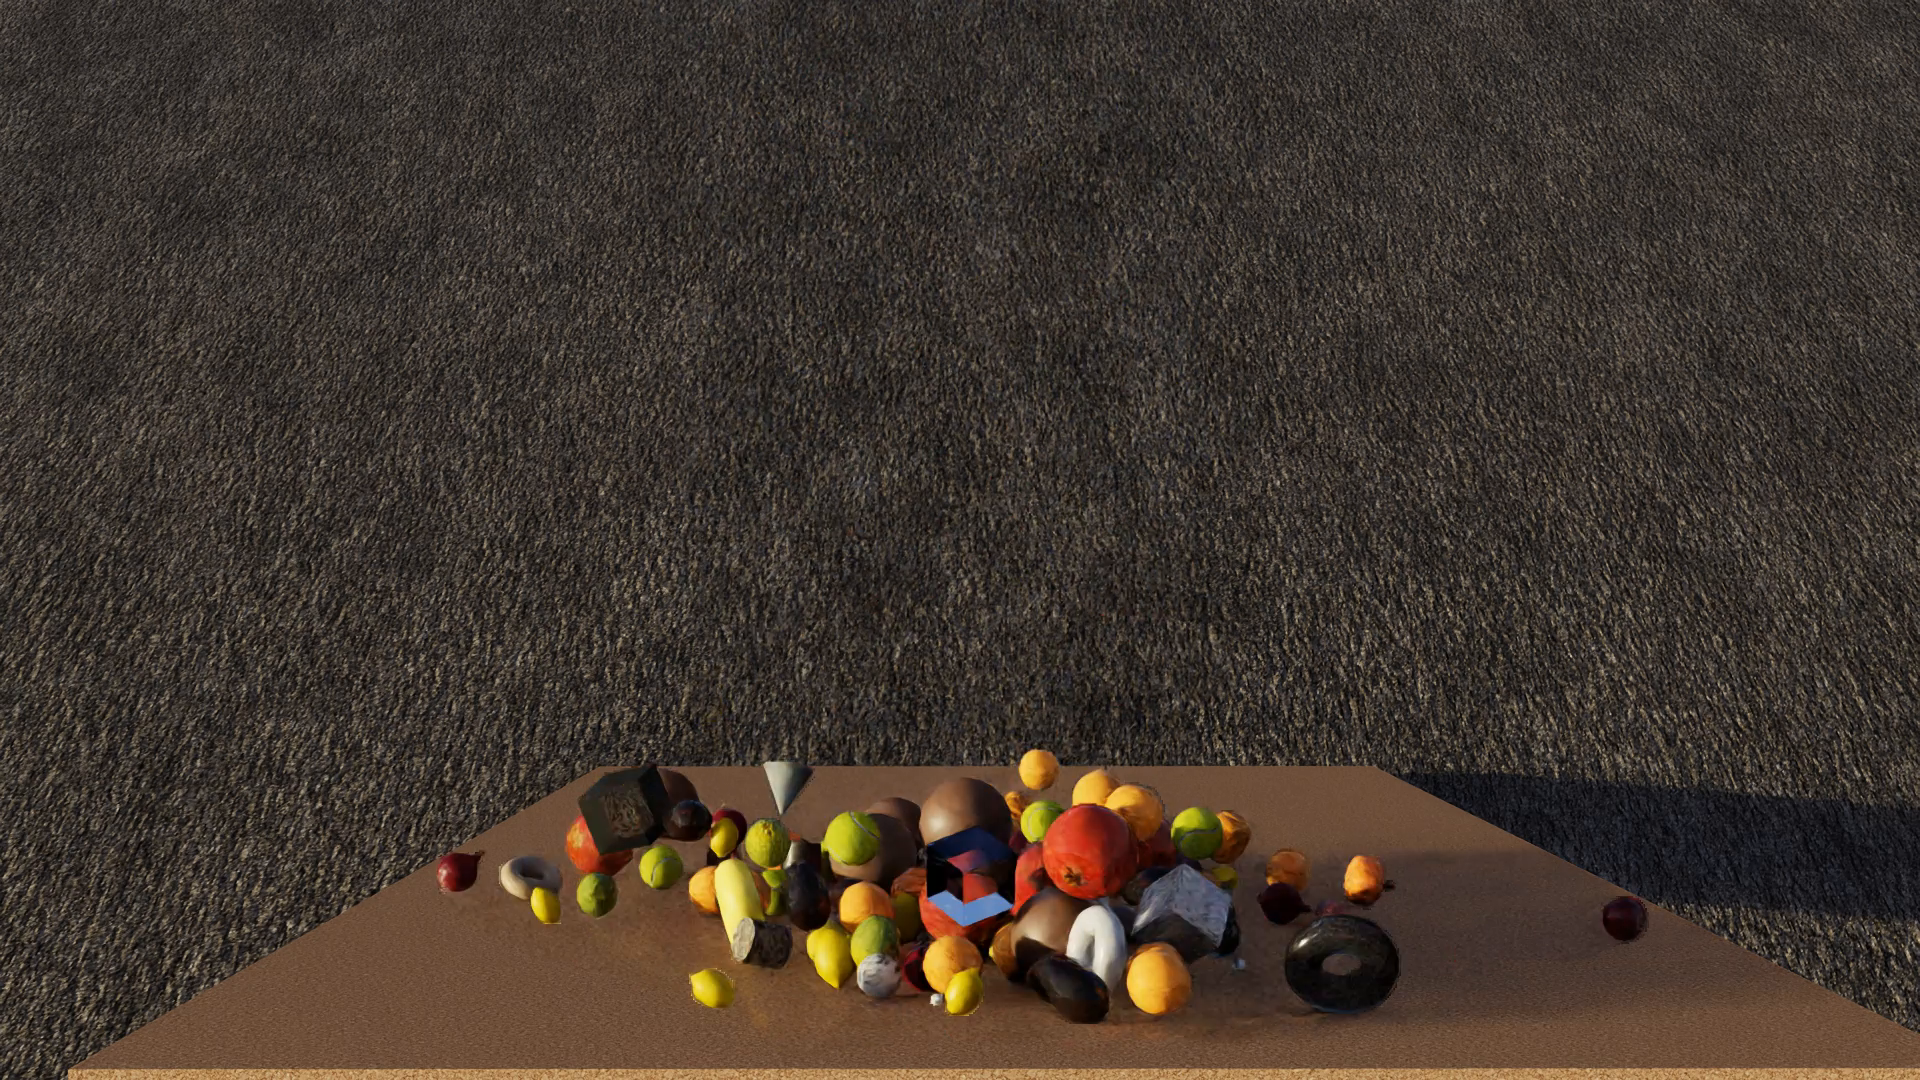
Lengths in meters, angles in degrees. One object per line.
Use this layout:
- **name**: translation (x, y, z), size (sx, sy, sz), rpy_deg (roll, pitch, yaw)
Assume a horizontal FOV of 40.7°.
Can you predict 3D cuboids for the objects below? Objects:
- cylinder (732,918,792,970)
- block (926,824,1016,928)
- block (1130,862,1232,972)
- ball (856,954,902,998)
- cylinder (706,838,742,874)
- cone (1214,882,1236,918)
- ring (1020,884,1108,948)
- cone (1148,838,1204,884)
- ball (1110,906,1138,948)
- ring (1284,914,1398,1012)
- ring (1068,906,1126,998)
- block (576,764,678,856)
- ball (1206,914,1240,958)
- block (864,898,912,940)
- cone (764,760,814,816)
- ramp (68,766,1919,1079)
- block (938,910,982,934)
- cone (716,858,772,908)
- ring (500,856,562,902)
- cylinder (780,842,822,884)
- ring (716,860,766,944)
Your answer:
- **cylinder**: translation (-0.254, 0.517, 3.318), size (0.057, 0.057, 0.057), rpy_deg (19, 21, -30)
- **block**: translation (0.013, 0.412, 3.179), size (0.078, 0.078, 0.078), rpy_deg (-17, 30, -32)
- **block**: translation (0.283, 0.481, 3.306), size (0.082, 0.082, 0.082), rpy_deg (37, 41, -13)
- **ball**: translation (-0.098, 0.528, 3.137), size (0.054, 0.054, 0.054), rpy_deg (0, 31, 0)
- **cylinder**: translation (-0.399, 0.537, 4.388), size (0.057, 0.057, 0.057), rpy_deg (0, 0, -1)
- **cone**: translation (0.395, 0.547, 3.854), size (0.057, 0.057, 0.057), rpy_deg (-17, 35, -26)
- **ring**: translation (0.143, 0.518, 3.566), size (0.134, 0.045, 0.134), rpy_deg (-28, 2, 1)
- **cone**: translation (0.331, 0.524, 4.081), size (0.082, 0.082, 0.082), rpy_deg (-23, 36, -11)
- **ball**: translation (0.220, 0.529, 3.543), size (0.058, 0.058, 0.058), rpy_deg (0, 31, 0)
- **ring**: translation (0.444, 0.495, 3.019), size (0.133, 0.133, 0.044), rpy_deg (3, 29, 5)
- **ring**: translation (0.162, 0.487, 3.065), size (0.036, 0.109, 0.109), rpy_deg (9, 27, -24)
- **block**: translation (-0.514, 0.416, 4.006), size (0.094, 0.094, 0.094), rpy_deg (-14, 15, 26)
- **ball**: translation (0.342, 0.526, 3.449), size (0.062, 0.062, 0.062), rpy_deg (0, 31, 0)
- **block**: translation (-0.103, 0.533, 3.647), size (0.051, 0.051, 0.051), rpy_deg (0, -1, -24)
- **cone**: translation (-0.251, 0.363, 3.716), size (0.074, 0.074, 0.074), rpy_deg (5, 71, 8)
- **ramp**: translation (0.070, 0.618, 4.697), size (2.000, 0.100, 4.000), rpy_deg (0, 0, 0)
- **block**: translation (0.002, 0.530, 3.705), size (0.052, 0.052, 0.052), rpy_deg (9, 1, 13)
- **cone**: translation (-0.321, 0.489, 3.766), size (0.082, 0.082, 0.082), rpy_deg (-6, 38, -10)
- **ring**: translation (-0.669, 0.528, 4.043), size (0.098, 0.033, 0.098), rpy_deg (15, 24, -7)
- **cylinder**: translation (-0.260, 0.527, 4.232), size (0.063, 0.063, 0.063), rpy_deg (4, -9, 1)
- **ring**: translation (-0.290, 0.490, 3.436), size (0.046, 0.137, 0.137), rpy_deg (-14, 34, -12)
